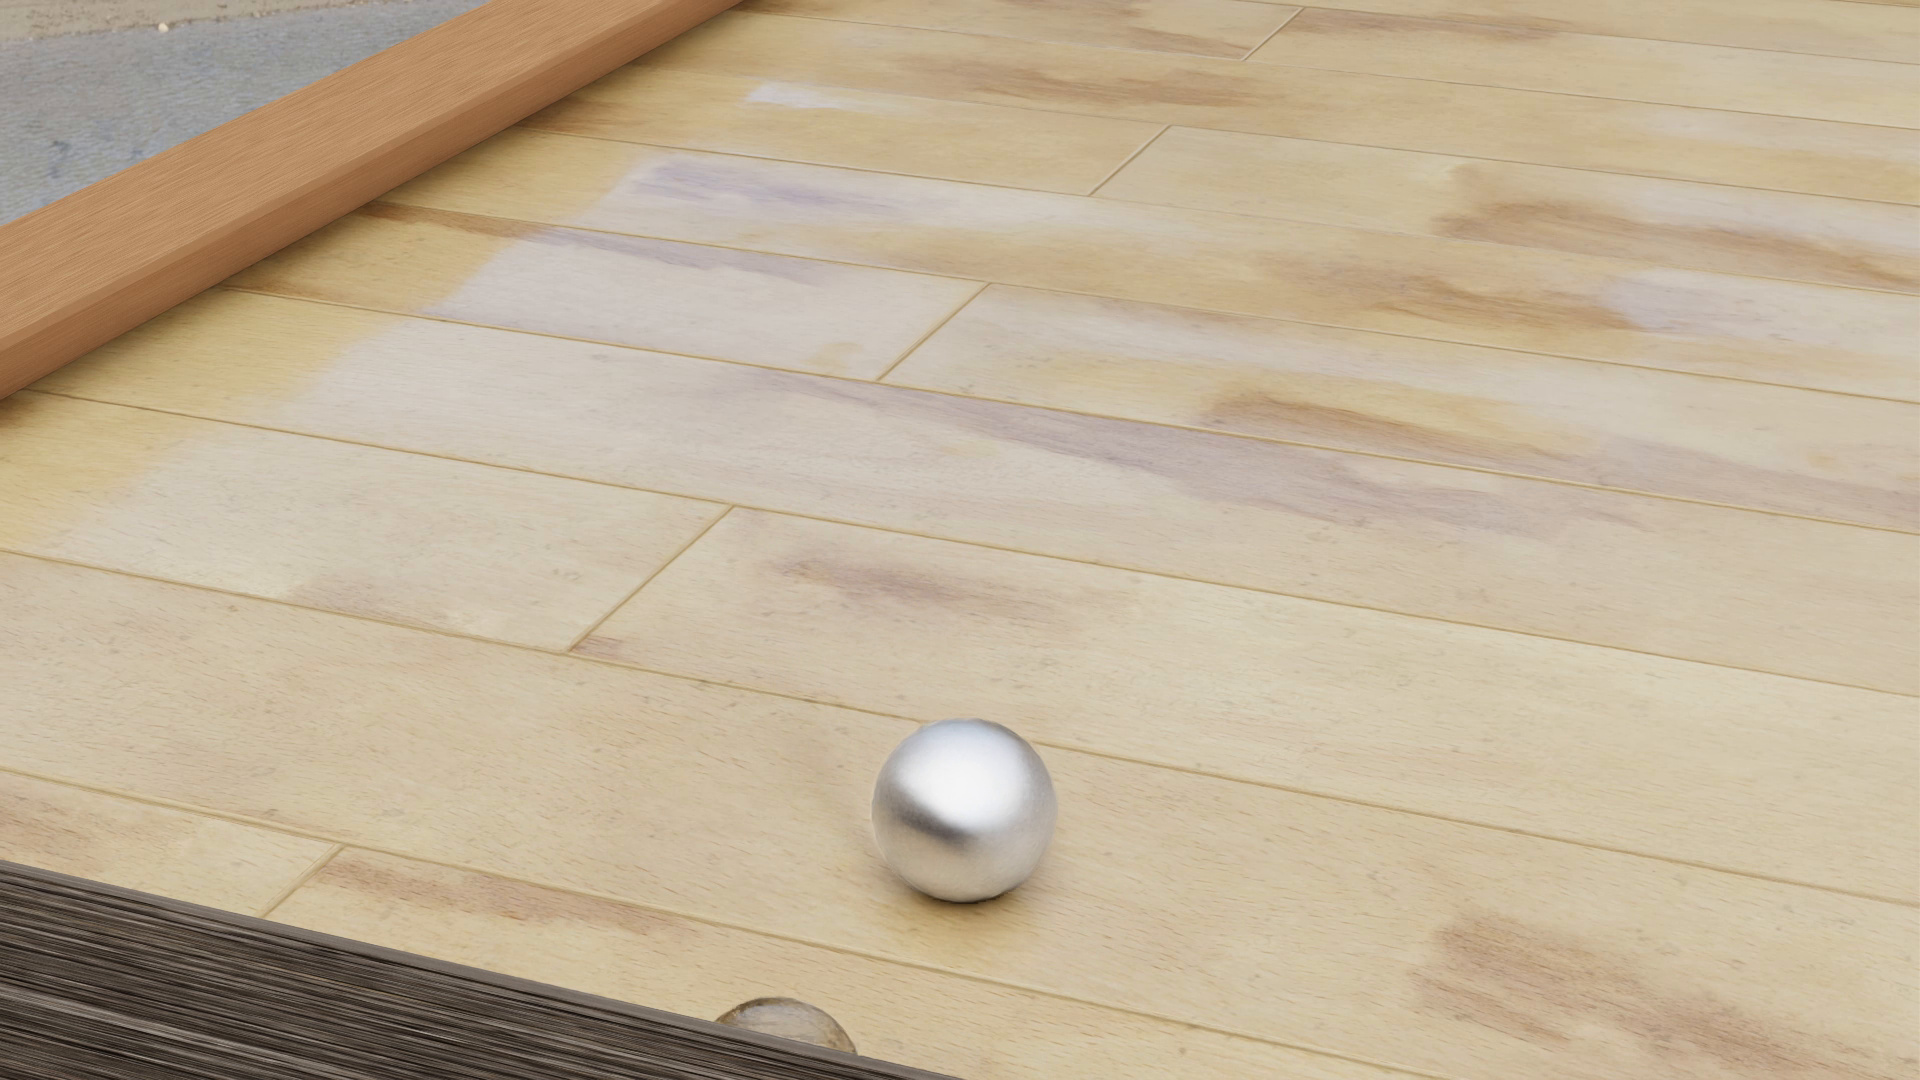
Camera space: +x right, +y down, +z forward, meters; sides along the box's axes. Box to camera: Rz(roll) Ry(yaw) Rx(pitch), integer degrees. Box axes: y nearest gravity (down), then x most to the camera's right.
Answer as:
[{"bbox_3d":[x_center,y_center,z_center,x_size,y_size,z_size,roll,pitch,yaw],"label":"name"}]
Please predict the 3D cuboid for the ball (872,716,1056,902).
[{"bbox_3d":[0.002,0.143,1.566,0.098,0.098,0.098,0,24,0],"label":"ball"}]

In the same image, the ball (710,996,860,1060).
[{"bbox_3d":[-0.085,0.251,1.348,0.083,0.083,0.083,0,24,0],"label":"ball"}]

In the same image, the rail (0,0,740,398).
[{"bbox_3d":[-0.473,-0.411,2.746,0.045,0.128,2.761,9,26,19],"label":"rail"}]

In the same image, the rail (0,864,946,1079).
[{"bbox_3d":[-0.244,0.230,1.337,1.606,0.128,0.045,9,26,19],"label":"rail"}]
